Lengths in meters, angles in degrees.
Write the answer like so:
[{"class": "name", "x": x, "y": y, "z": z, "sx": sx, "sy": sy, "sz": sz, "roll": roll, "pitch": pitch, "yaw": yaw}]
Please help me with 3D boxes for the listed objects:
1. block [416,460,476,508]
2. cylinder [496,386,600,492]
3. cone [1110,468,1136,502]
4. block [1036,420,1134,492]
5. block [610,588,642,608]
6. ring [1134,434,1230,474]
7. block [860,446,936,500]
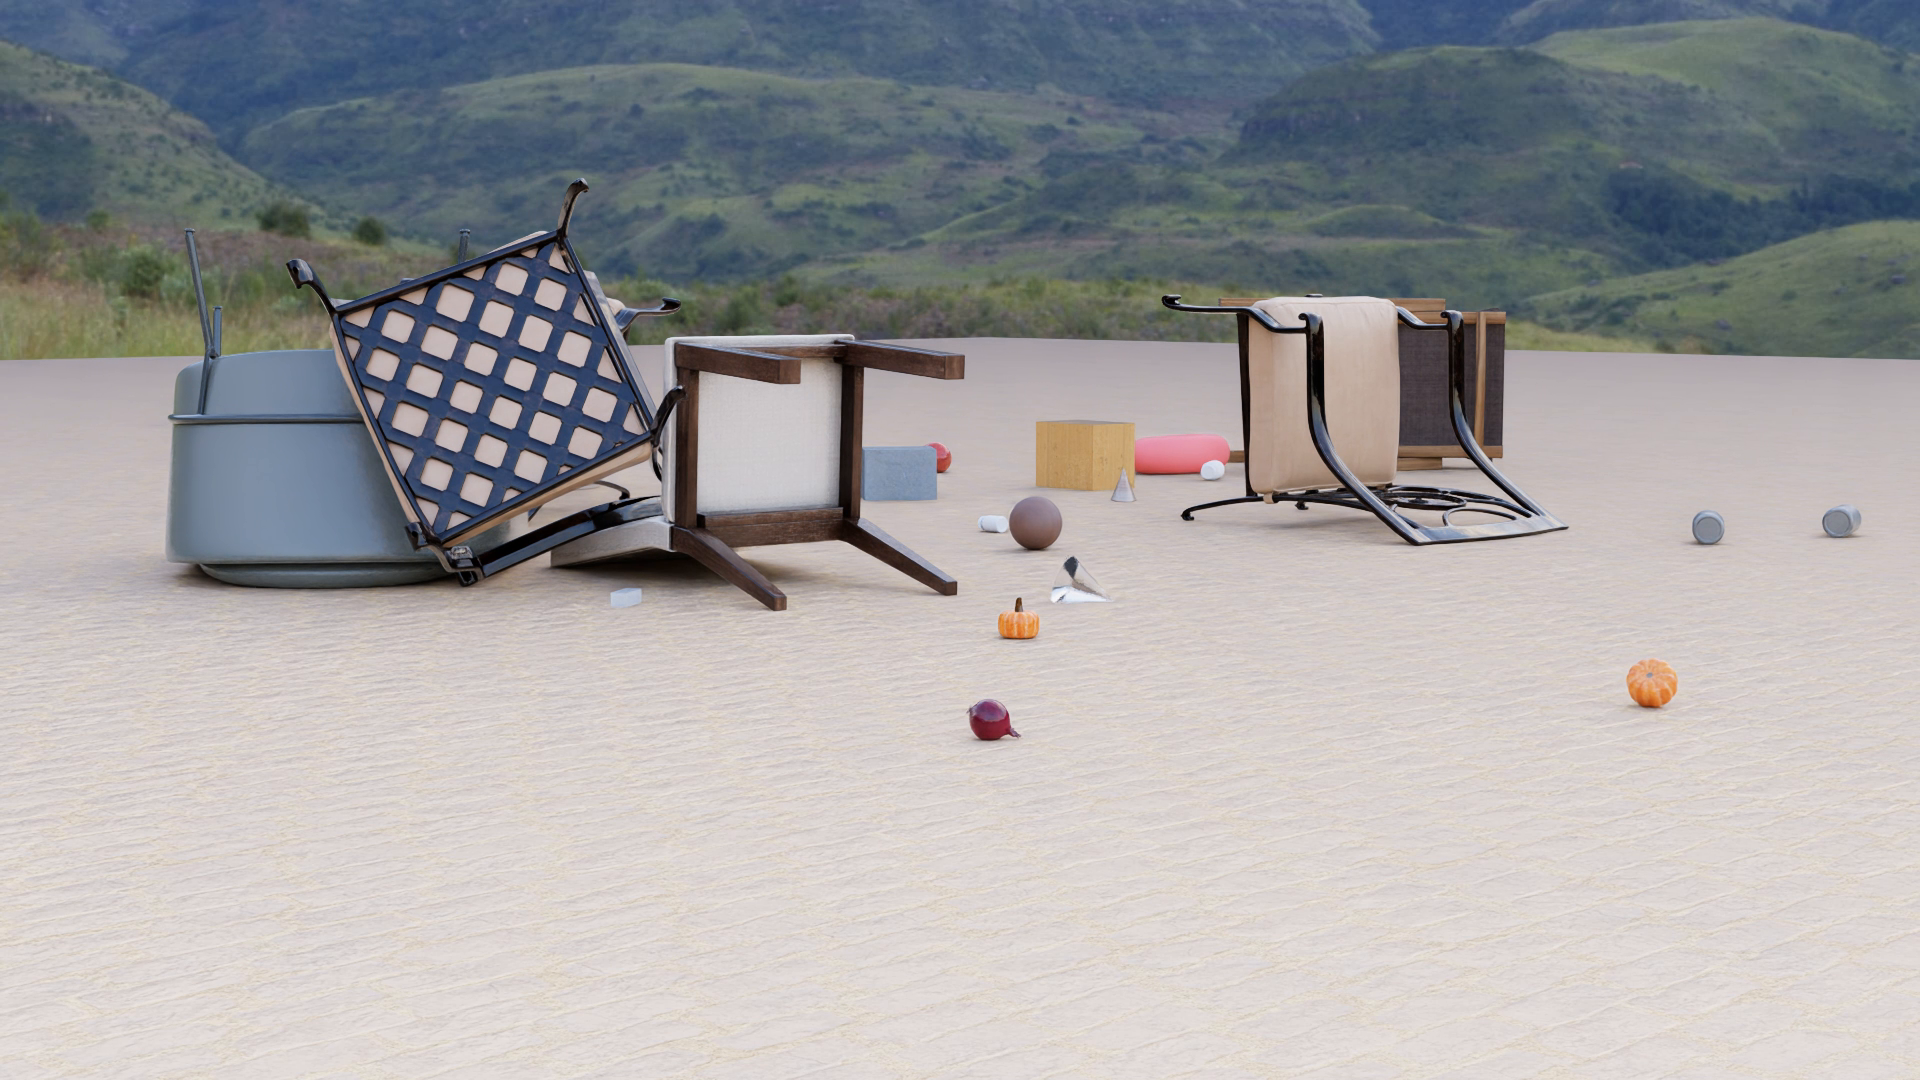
[{"class": "block", "x": -1.483, "y": -0.163, "z": 7.407, "sx": 0.157, "sy": 0.121, "sz": 0.202, "roll": -1, "pitch": 6, "yaw": -14}, {"class": "cylinder", "x": -1.279, "y": -0.318, "z": 7.976, "sx": 0.314, "sy": 0.312, "sz": 0.273, "roll": -2, "pitch": 6, "yaw": -22}, {"class": "cone", "x": 0.482, "y": -0.167, "z": 7.551, "sx": 0.076, "sy": 0.098, "sz": 0.169, "roll": 0, "pitch": 6, "yaw": 0}, {"class": "block", "x": 0.391, "y": -0.266, "z": 8.012, "sx": 0.179, "sy": 0.202, "sz": 0.258, "roll": -5, "pitch": 8, "yaw": -41}, {"class": "block", "x": -0.670, "y": 0.116, "z": 5.153, "sx": 0.033, "sy": 0.028, "sz": 0.078, "roll": 2, "pitch": 6, "yaw": 16}, {"class": "ring", "x": 0.737, "y": -0.288, "z": 8.613, "sx": 0.400, "sy": 0.123, "sz": 0.211, "roll": -5, "pitch": 6, "yaw": -33}, {"class": "block", "x": -0.184, "y": -0.198, "z": 7.613, "sx": 0.213, "sy": 0.149, "sz": 0.146, "roll": -1, "pitch": 6, "yaw": -8}]
